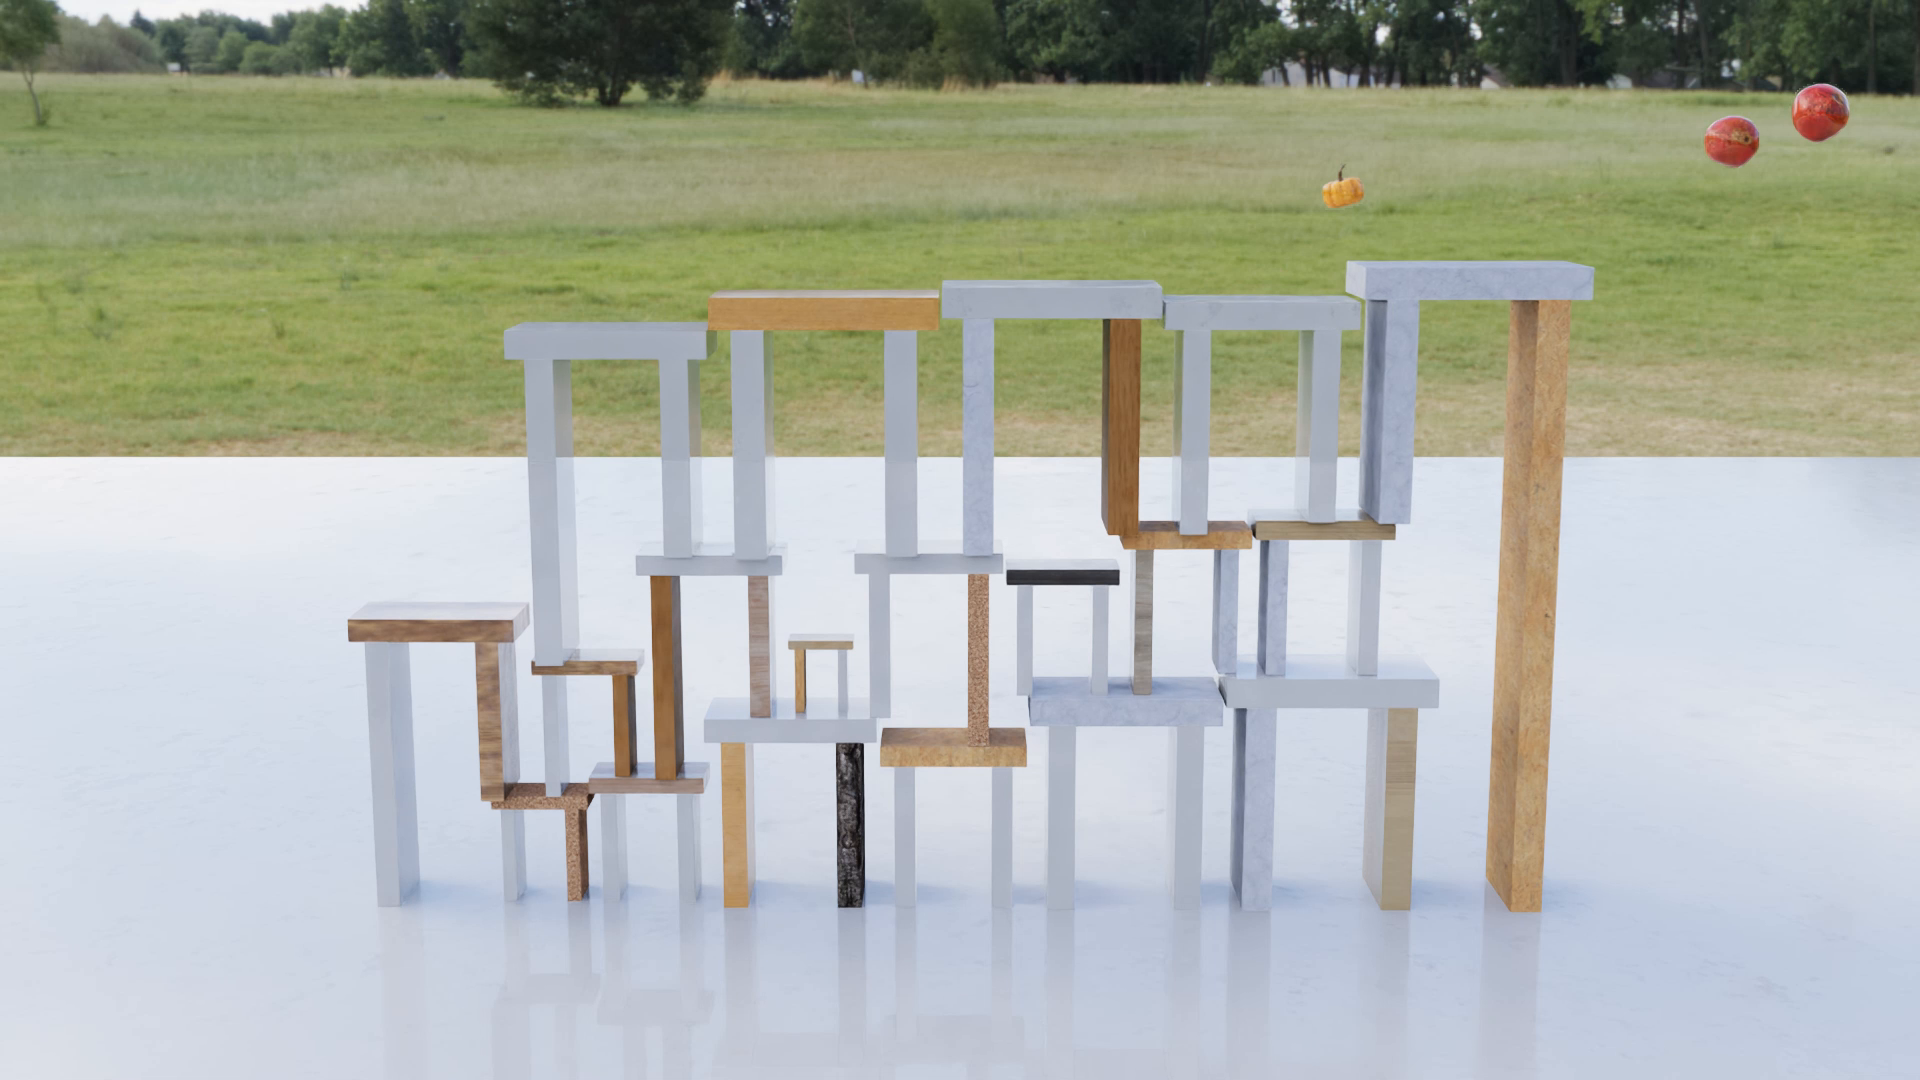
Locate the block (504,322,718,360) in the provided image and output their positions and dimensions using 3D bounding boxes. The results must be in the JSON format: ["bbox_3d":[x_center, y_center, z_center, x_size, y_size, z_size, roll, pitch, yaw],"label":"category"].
[{"bbox_3d":[-0.553,-0.318,3.504,0.315,0.045,0.157,0,11,0],"label":"block"}]

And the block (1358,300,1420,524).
[{"bbox_3d":[0.685,-0.214,3.519,0.050,0.352,0.176,0,11,-1],"label":"block"}]

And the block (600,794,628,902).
[{"bbox_3d":[-0.574,0.498,3.654,0.027,0.187,0.094,0,11,0],"label":"block"}]

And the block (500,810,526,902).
[{"bbox_3d":[-0.742,0.512,3.657,0.022,0.158,0.079,0,11,0],"label":"block"}]

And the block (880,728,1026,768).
[{"bbox_3d":[-0.010,0.341,3.619,0.238,0.034,0.119,0,11,0],"label":"block"}]

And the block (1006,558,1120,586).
[{"bbox_3d":[0.165,0.052,3.565,0.182,0.026,0.091,0,11,0],"label":"block"}]

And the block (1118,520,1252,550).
[{"bbox_3d":[0.364,-0.008,3.561,0.205,0.029,0.103,0,11,0],"label":"block"}]

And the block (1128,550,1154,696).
[{"bbox_3d":[0.295,0.124,3.587,0.029,0.240,0.103,0,11,0],"label":"block"}]

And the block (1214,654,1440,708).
[{"bbox_3d":[0.598,0.231,3.607,0.340,0.048,0.170,0,11,0],"label":"block"}]

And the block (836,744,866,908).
[{"bbox_3d":[-0.181,0.452,3.646,0.040,0.279,0.140,0,11,0],"label":"block"}]

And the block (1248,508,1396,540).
[{"bbox_3d":[0.582,-0.025,3.552,0.222,0.031,0.111,0,11,0],"label":"block"}]

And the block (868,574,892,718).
[{"bbox_3d":[-0.129,0.160,3.588,0.034,0.238,0.119,0,10,0],"label":"block"}]

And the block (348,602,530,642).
[{"bbox_3d":[-0.848,0.133,3.587,0.265,0.038,0.133,0,11,0],"label":"block"}]

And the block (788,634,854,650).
[{"bbox_3d":[-0.226,0.166,3.591,0.105,0.015,0.053,0,11,0],"label":"block"}]

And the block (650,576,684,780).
[{"bbox_3d":[-0.479,0.213,3.601,0.033,0.339,0.117,0,11,0],"label":"block"}]

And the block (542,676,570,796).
[{"bbox_3d":[-0.665,0.312,3.621,0.024,0.205,0.086,0,11,0],"label":"block"}]

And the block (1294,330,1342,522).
[{"bbox_3d":[0.573,-0.191,3.525,0.043,0.304,0.152,0,11,0],"label":"block"}]

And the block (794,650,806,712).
[{"bbox_3d":[-0.261,0.225,3.602,0.015,0.105,0.053,0,11,0],"label":"block"}]

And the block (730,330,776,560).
[{"bbox_3d":[-0.330,-0.163,3.528,0.051,0.361,0.179,0,11,0],"label":"block"}]

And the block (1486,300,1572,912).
[{"bbox_3d":[0.921,0.101,3.577,0.050,0.994,0.176,0,11,0],"label":"block"}]

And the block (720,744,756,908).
[{"bbox_3d":[-0.367,0.452,3.646,0.040,0.279,0.140,0,11,0],"label":"block"}]

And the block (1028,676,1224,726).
[{"bbox_3d":[0.268,0.264,3.608,0.310,0.044,0.155,0,11,0],"label":"block"}]

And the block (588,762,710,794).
[{"bbox_3d":[-0.512,0.393,3.634,0.187,0.027,0.094,0,11,0],"label":"block"}]

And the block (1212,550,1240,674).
[{"bbox_3d":[0.432,0.106,3.583,0.029,0.205,0.103,0,11,0],"label":"block"}]

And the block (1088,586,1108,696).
[{"bbox_3d":[0.226,0.154,3.584,0.026,0.182,0.091,0,11,0],"label":"block"}]

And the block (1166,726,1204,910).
[{"bbox_3d":[0.371,0.438,3.641,0.044,0.310,0.155,0,11,0],"label":"block"}]

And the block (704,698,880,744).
[{"bbox_3d":[-0.274,0.296,3.617,0.279,0.040,0.140,0,11,0],"label":"block"}]

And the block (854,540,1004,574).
[{"bbox_3d":[-0.050,0.027,3.563,0.238,0.034,0.119,0,11,0],"label":"block"}]

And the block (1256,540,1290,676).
[{"bbox_3d":[0.508,0.099,3.575,0.031,0.222,0.111,0,11,0],"label":"block"}]

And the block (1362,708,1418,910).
[{"bbox_3d":[0.711,0.422,3.643,0.048,0.340,0.170,0,11,0],"label":"block"}]

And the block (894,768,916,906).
[{"bbox_3d":[-0.090,0.474,3.644,0.034,0.238,0.119,0,11,0],"label":"block"}]

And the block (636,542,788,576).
[{"bbox_3d":[-0.401,0.030,3.568,0.234,0.033,0.117,0,11,0],"label":"block"}]

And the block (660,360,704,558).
[{"bbox_3d":[-0.447,-0.141,3.537,0.045,0.315,0.158,0,11,0],"label":"block"}]

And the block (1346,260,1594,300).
[{"bbox_3d":[0.802,-0.412,3.482,0.352,0.050,0.176,0,11,0],"label":"block"}]

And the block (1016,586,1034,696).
[{"bbox_3d":[0.105,0.154,3.584,0.026,0.182,0.091,0,11,0],"label":"block"}]

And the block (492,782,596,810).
[{"bbox_3d":[-0.689,0.424,3.641,0.158,0.022,0.079,0,11,0],"label":"block"}]

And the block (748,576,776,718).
[{"bbox_3d":[-0.323,0.161,3.592,0.033,0.234,0.117,0,10,0],"label":"block"}]

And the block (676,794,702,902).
[{"bbox_3d":[-0.450,0.498,3.654,0.027,0.187,0.094,0,11,0],"label":"block"}]

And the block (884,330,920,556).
[{"bbox_3d":[-0.092,-0.165,3.527,0.051,0.357,0.179,0,11,0],"label":"block"}]

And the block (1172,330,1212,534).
[{"bbox_3d":[0.370,-0.182,3.527,0.043,0.324,0.152,0,11,0],"label":"block"}]

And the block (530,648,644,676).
[{"bbox_3d":[-0.608,0.199,3.599,0.171,0.024,0.086,0,11,0],"label":"block"}]

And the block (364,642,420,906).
[{"bbox_3d":[-0.936,0.371,3.631,0.038,0.445,0.133,0,11,0],"label":"block"}]

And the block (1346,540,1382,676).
[{"bbox_3d":[0.656,0.099,3.576,0.031,0.222,0.111,0,11,0],"label":"block"}]

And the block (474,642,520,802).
[{"bbox_3d":[-0.759,0.282,3.614,0.038,0.266,0.133,0,11,0],"label":"block"}]

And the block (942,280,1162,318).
[{"bbox_3d":[0.143,-0.383,3.492,0.342,0.048,0.171,0,11,0],"label":"block"}]

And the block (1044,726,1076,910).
[{"bbox_3d":[0.165,0.438,3.640,0.044,0.310,0.155,0,11,0],"label":"block"}]

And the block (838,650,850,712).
[{"bbox_3d":[-0.191,0.225,3.602,0.015,0.105,0.053,0,11,0],"label":"block"}]

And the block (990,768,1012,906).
[{"bbox_3d":[0.069,0.474,3.644,0.034,0.238,0.119,0,11,0],"label":"block"}]

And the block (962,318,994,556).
[{"bbox_3d":[0.029,-0.175,3.531,0.048,0.375,0.171,0,11,0],"label":"block"}]

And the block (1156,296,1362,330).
[{"bbox_3d":[0.472,-0.362,3.494,0.304,0.043,0.152,0,11,0],"label":"block"}]

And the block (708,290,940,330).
[{"bbox_3d":[-0.211,-0.366,3.490,0.357,0.051,0.179,0,11,0],"label":"block"}]

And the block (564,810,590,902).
[{"bbox_3d":[-0.637,0.512,3.657,0.022,0.158,0.079,0,11,0],"label":"block"}]

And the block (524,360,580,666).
[{"bbox_3d":[-0.658,-0.054,3.553,0.045,0.492,0.158,0,11,0],"label":"block"}]

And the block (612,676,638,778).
[{"bbox_3d":[-0.551,0.295,3.618,0.024,0.171,0.086,0,11,0],"label":"block"}]

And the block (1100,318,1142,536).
[{"bbox_3d":[0.257,-0.191,3.527,0.048,0.342,0.171,0,11,0],"label":"block"}]

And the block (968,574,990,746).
[{"bbox_3d":[0.030,0.184,3.592,0.034,0.285,0.119,0,11,0],"label":"block"}]

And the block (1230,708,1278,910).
[{"bbox_3d":[0.485,0.422,3.643,0.048,0.340,0.170,0,11,0],"label":"block"}]
